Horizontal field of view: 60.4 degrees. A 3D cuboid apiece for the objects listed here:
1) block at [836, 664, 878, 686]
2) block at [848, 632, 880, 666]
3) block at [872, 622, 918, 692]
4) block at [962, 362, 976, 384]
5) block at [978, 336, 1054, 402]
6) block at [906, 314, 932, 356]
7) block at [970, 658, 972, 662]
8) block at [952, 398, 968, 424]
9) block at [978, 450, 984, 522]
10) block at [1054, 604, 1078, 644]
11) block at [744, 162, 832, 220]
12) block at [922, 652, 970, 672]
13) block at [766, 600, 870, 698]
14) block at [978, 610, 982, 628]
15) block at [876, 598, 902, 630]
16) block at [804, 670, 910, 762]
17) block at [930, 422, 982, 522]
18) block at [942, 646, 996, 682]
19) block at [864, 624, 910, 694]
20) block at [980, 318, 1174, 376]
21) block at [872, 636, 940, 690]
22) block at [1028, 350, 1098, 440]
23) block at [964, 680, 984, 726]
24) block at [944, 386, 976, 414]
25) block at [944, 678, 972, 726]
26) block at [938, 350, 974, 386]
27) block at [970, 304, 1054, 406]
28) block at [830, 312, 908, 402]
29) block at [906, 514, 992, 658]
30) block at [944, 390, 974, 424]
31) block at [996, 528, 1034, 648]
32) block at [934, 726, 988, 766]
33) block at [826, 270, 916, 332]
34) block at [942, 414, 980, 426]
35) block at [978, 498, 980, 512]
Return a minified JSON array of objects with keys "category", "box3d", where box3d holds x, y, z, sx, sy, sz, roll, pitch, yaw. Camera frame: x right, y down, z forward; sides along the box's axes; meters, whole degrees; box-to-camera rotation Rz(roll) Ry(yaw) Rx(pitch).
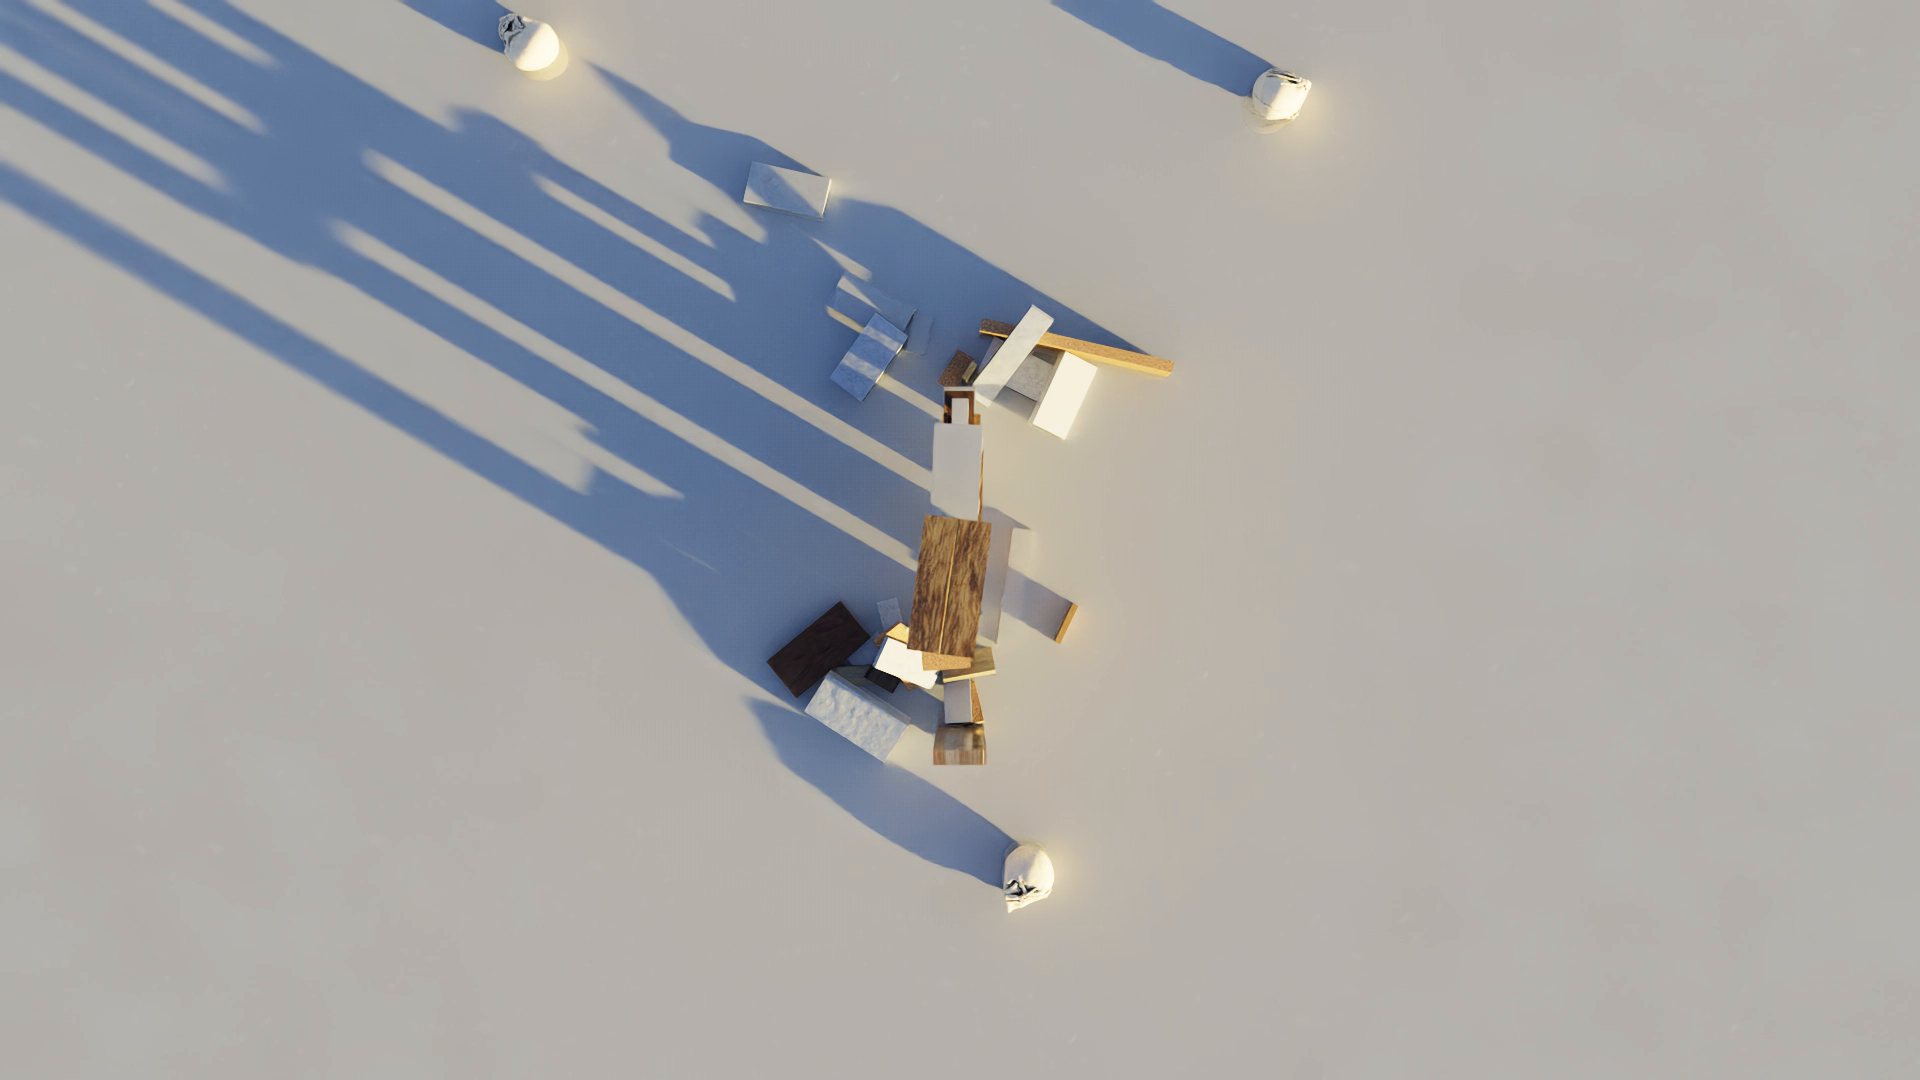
[{"category":"block","box3d":[-0.342,0.449,5.471,0.134,0.019,0.067,-2,102,-3]},{"category":"block","box3d":[-0.302,0.374,5.491,0.134,0.019,0.067,-43,90,0]},{"category":"block","box3d":[-0.184,0.384,5.438,0.108,0.030,0.215,-38,111,-10]},{"category":"block","box3d":[0.030,-0.552,5.436,0.018,0.129,0.064,33,90,0]},{"category":"block","box3d":[0.202,-0.558,5.482,0.261,0.037,0.131,27,90,0]},{"category":"block","box3d":[-0.135,-0.684,5.491,0.064,0.018,0.129,12,90,0]},{"category":"block","box3d":[-0.036,0.214,4.854,0.143,0.040,0.285,-1,90,0]},{"category":"block","box3d":[0.000,-0.350,4.618,0.046,0.013,0.092,1,90,0]},{"category":"block","box3d":[-0.001,-0.142,5.194,0.143,0.040,0.285,1,90,0]},{"category":"block","box3d":[0.351,0.276,5.465,0.020,0.070,0.140,25,90,0]},{"category":"block","box3d":[-0.574,-1.161,5.481,0.266,0.038,0.133,13,90,0]},{"category":"block","box3d":[-0.046,0.225,4.551,0.132,0.037,0.264,-4,90,0]},{"category":"block","box3d":[-0.469,0.363,5.478,0.316,0.045,0.158,-39,90,0]},{"category":"block","box3d":[-0.002,0.257,5.351,0.149,0.298,0.042,-1,90,0]},{"category":"block","box3d":[-0.228,0.265,5.491,0.067,0.019,0.134,-14,90,0]},{"category":"block","box3d":[-0.339,0.583,5.455,0.316,0.045,0.158,33,107,0]},{"category":"block","box3d":[-0.010,-0.179,4.381,0.128,0.036,0.257,3,90,0]},{"category":"block","box3d":[0.026,0.413,5.466,0.175,0.025,0.087,-10,56,0]},{"category":"block","box3d":[-0.214,0.389,5.461,0.108,0.030,0.215,32,88,-23]},{"category":"block","box3d":[0.382,-0.635,5.435,0.642,0.130,0.037,13,90,0]},{"category":"block","box3d":[-0.169,0.404,5.415,0.215,0.030,0.108,24,91,-23]},{"category":"block","box3d":[0.341,-0.480,5.455,0.131,0.037,0.261,24,91,-23]},{"category":"block","box3d":[0.031,0.542,5.467,0.070,0.020,0.139,-14,71,0]},{"category":"block","box3d":[-0.001,-0.387,5.280,0.103,0.029,0.205,0,90,0]},{"category":"block","box3d":[-0.007,0.521,5.454,0.087,0.025,0.175,-4,71,4]},{"category":"block","box3d":[-0.013,-0.564,5.491,0.064,0.018,0.129,33,90,0]},{"category":"block","box3d":[0.162,-0.601,5.393,0.086,0.024,0.378,33,118,-11]},{"category":"block","box3d":[-0.300,-0.606,5.457,0.133,0.038,0.266,36,100,-1]},{"category":"block","box3d":[-0.027,0.116,4.165,0.171,0.049,0.343,8,90,0]},{"category":"block","box3d":[-0.003,-0.342,4.728,0.085,0.024,0.171,0,91,0]},{"category":"block","box3d":[0.183,0.158,5.490,0.070,0.020,0.393,8,90,0]},{"category":"block","box3d":[0.000,0.639,5.166,0.158,0.668,0.045,0,90,0]},{"category":"block","box3d":[-0.295,-0.772,5.481,0.266,0.038,0.133,29,90,0]},{"category":"block","box3d":[0.002,-0.261,4.928,0.115,0.033,0.230,1,90,0]},{"category":"block","box3d":[-0.012,-0.095,4.528,0.128,0.257,0.036,3,90,0]}]
